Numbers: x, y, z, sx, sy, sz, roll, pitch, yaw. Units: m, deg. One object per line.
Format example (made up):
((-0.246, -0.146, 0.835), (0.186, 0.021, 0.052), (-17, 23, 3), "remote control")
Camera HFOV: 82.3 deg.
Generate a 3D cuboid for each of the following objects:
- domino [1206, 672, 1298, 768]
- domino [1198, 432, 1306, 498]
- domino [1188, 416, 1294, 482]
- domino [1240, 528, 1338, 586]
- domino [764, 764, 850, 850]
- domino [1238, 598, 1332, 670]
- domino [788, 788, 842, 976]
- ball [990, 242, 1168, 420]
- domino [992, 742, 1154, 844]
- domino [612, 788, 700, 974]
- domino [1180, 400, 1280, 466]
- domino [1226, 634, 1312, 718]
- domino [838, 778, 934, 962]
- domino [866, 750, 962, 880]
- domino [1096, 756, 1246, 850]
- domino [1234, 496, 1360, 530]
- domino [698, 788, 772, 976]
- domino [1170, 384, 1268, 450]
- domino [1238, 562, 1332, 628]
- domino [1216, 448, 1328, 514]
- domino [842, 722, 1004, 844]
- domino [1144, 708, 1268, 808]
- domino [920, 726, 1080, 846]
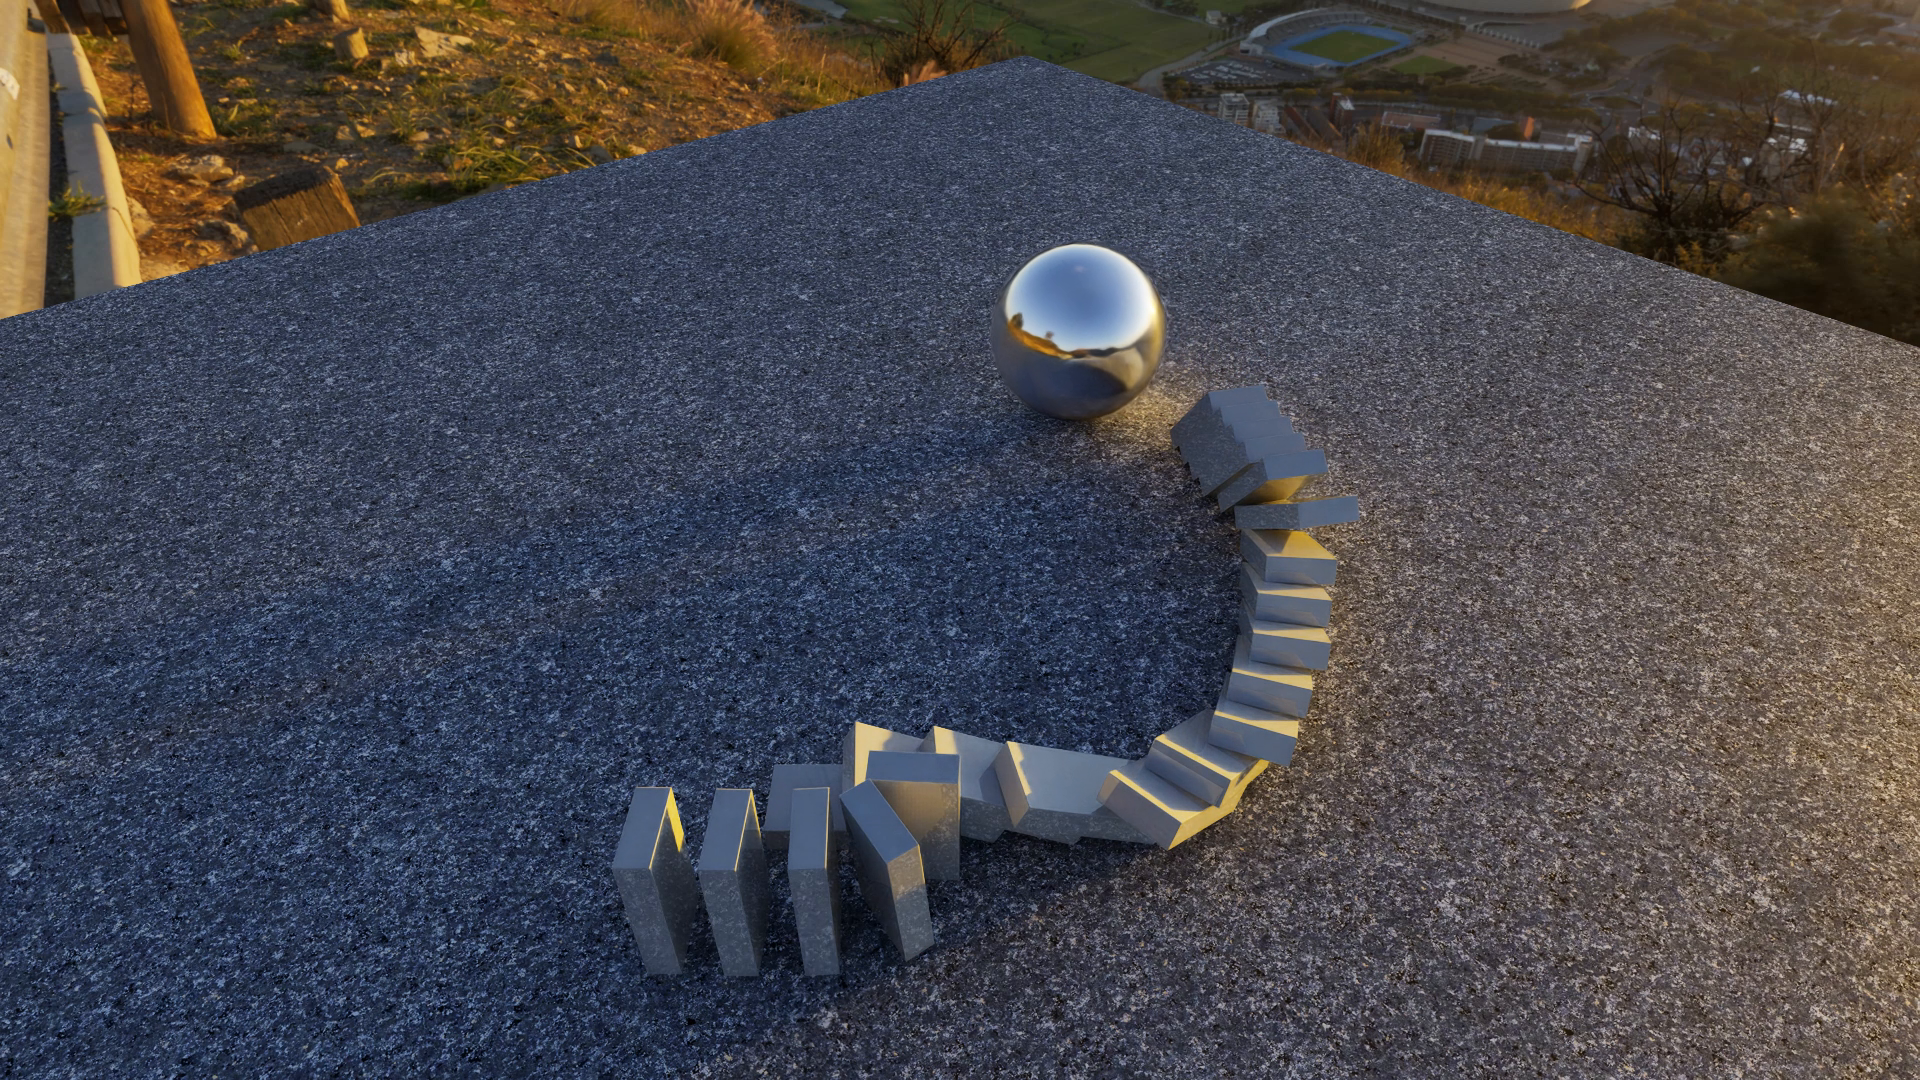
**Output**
((0.096, 0.057, 0.355), (0.025, 0.010, 0.050), (15, 13, 16), "domino")
((0.120, -0.030, 0.452), (0.025, 0.050, 0.010), (-8, 78, -10), "domino")
((0.117, -0.038, 0.461), (0.025, 0.050, 0.009), (-8, 78, -10), "domino")
((0.124, 0.006, 0.419), (0.025, 0.009, 0.050), (3, 12, 3), "domino")
((-0.034, 0.083, 0.342), (0.050, 0.010, 0.025), (0, 39, 0), "domino")
((0.113, 0.032, 0.386), (0.025, 0.010, 0.050), (7, 11, 9), "domino")
((-0.039, 0.093, 0.298), (0.010, 0.050, 0.025), (-2, 39, -3), "domino")
((0.054, -0.095, 0.504), (0.080, 0.080, 0.080), (0, 39, 0), "ball")
((0.037, 0.077, 0.333), (0.050, 0.010, 0.025), (13, 33, -26), "domino")
((-0.082, 0.093, 0.298), (0.009, 0.050, 0.025), (1, 39, 1), "domino")
((0.115, -0.045, 0.471), (0.025, 0.050, 0.009), (-8, 78, -10), "domino")
((0.104, 0.045, 0.370), (0.025, 0.009, 0.050), (12, 12, 14), "domino")
((-0.020, 0.091, 0.300), (0.010, 0.050, 0.025), (-26, 46, -22), "domino")
((-0.013, 0.079, 0.314), (0.025, 0.050, 0.009), (2, 43, 2), "domino")
((0.064, 0.076, 0.331), (0.025, 0.010, 0.050), (32, 19, 30), "domino")
((0.131, -0.011, 0.433), (0.025, 0.009, 0.050), (-7, 2, -13), "domino")
((-0.060, 0.093, 0.298), (0.010, 0.050, 0.025), (1, 39, 1), "domino")
((0.112, -0.053, 0.480), (0.025, 0.050, 0.010), (-8, 78, -10), "domino")
((0.118, 0.019, 0.402), (0.025, 0.010, 0.050), (6, 12, 7), "domino")
((0.125, -0.023, 0.444), (0.025, 0.050, 0.009), (-8, 78, -9), "domino")
((-0.011, 0.074, 0.336), (0.050, 0.009, 0.025), (18, 37, -19), "domino")
((0.079, 0.067, 0.343), (0.025, 0.009, 0.050), (26, 16, 27), "domino")
((0.013, 0.075, 0.336), (0.050, 0.010, 0.025), (18, 34, -20), "domino")
